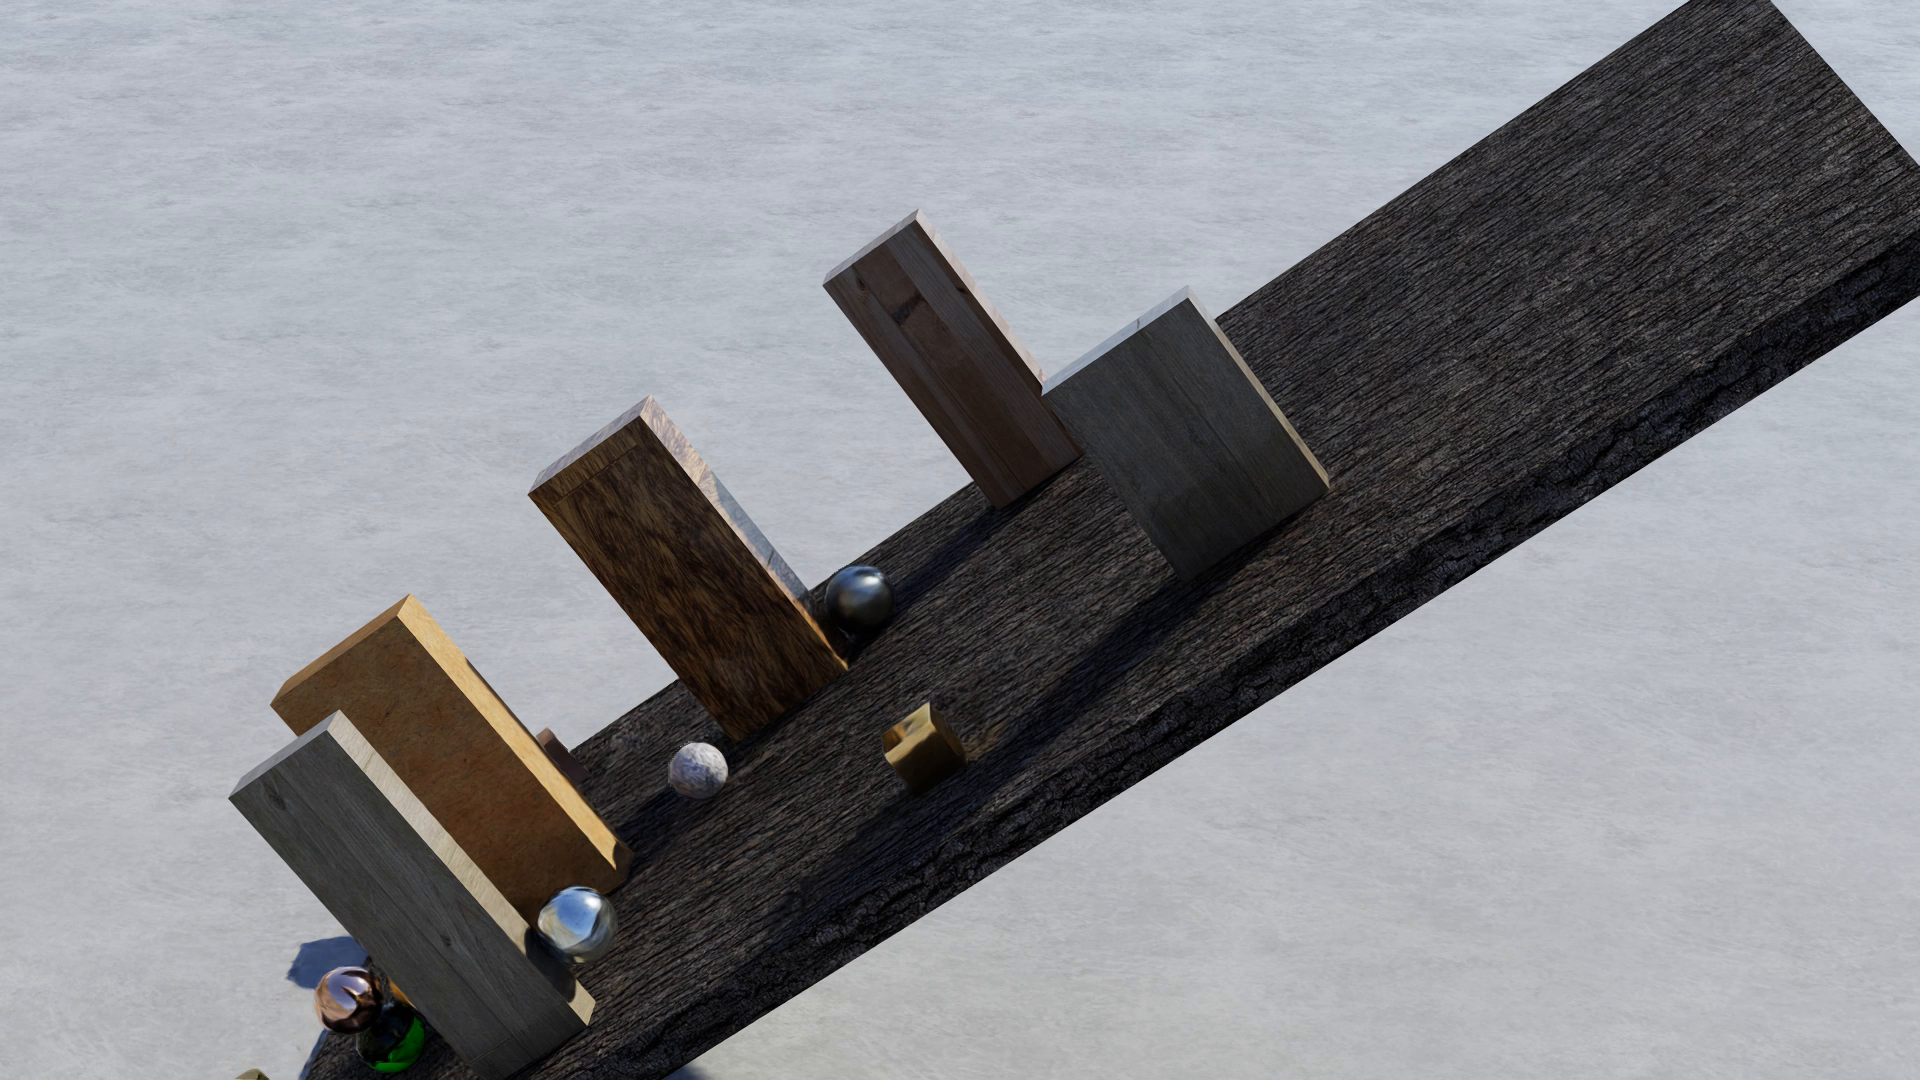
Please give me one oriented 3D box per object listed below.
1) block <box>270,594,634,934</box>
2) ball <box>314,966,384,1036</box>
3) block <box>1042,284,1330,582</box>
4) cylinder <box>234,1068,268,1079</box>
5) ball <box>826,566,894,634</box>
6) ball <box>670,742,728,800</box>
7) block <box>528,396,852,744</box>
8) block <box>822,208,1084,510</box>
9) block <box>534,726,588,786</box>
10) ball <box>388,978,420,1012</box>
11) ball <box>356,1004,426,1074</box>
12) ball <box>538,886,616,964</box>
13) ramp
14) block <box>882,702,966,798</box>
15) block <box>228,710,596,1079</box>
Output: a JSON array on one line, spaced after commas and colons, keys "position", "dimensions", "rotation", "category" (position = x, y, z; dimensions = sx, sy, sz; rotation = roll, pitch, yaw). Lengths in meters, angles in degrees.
[{"position": [-1.105, 0.528, 6.442], "dimensions": [0.367, 0.774, 0.122], "rotation": [-34, 16, 16], "category": "block"}, {"position": [-1.289, 0.970, 6.198], "dimensions": [0.145, 0.145, 0.145], "rotation": [0, 22, 0], "category": "ball"}, {"position": [0.433, -0.200, 5.641], "dimensions": [0.339, 0.471, 0.081], "rotation": [-34, 16, 16], "category": "block"}, {"position": [-1.533, 1.274, 6.393], "dimensions": [0.178, 0.178, 0.178], "rotation": [-35, 16, 11], "category": "cylinder"}, {"position": [-0.230, 0.138, 6.754], "dimensions": [0.158, 0.158, 0.158], "rotation": [0, 22, 0], "category": "ball"}, {"position": [-0.580, 0.513, 6.521], "dimensions": [0.129, 0.129, 0.129], "rotation": [0, 22, 0], "category": "ball"}, {"position": [-0.605, 0.071, 6.668], "dimensions": [0.325, 0.751, 0.139], "rotation": [-34, 16, 16], "category": "block"}, {"position": [-0.003, -0.415, 6.840], "dimensions": [0.270, 0.680, 0.095], "rotation": [-34, 16, 16], "category": "block"}, {"position": [-1.032, 0.572, 7.356], "dimensions": [0.134, 0.134, 0.134], "rotation": [-41, 16, -9], "category": "block"}, {"position": [-1.155, 0.940, 6.349], "dimensions": [0.155, 0.155, 0.155], "rotation": [0, 22, 0], "category": "ball"}, {"position": [-1.227, 1.073, 6.336], "dimensions": [0.149, 0.149, 0.149], "rotation": [0, 22, 0], "category": "ball"}, {"position": [-0.763, 0.767, 5.861], "dimensions": [0.156, 0.156, 0.156], "rotation": [0, 22, 0], "category": "ball"}, {"position": [0.131, 0.177, 6.316], "dimensions": [4.000, 0.100, 2.000], "rotation": [-34, 16, 16], "category": "ramp"}, {"position": [-0.070, 0.407, 5.711], "dimensions": [0.113, 0.113, 0.113], "rotation": [-36, 16, 8], "category": "block"}, {"position": [-1.075, 0.715, 5.806], "dimensions": [0.258, 0.793, 0.092], "rotation": [-34, 16, 16], "category": "block"}]
